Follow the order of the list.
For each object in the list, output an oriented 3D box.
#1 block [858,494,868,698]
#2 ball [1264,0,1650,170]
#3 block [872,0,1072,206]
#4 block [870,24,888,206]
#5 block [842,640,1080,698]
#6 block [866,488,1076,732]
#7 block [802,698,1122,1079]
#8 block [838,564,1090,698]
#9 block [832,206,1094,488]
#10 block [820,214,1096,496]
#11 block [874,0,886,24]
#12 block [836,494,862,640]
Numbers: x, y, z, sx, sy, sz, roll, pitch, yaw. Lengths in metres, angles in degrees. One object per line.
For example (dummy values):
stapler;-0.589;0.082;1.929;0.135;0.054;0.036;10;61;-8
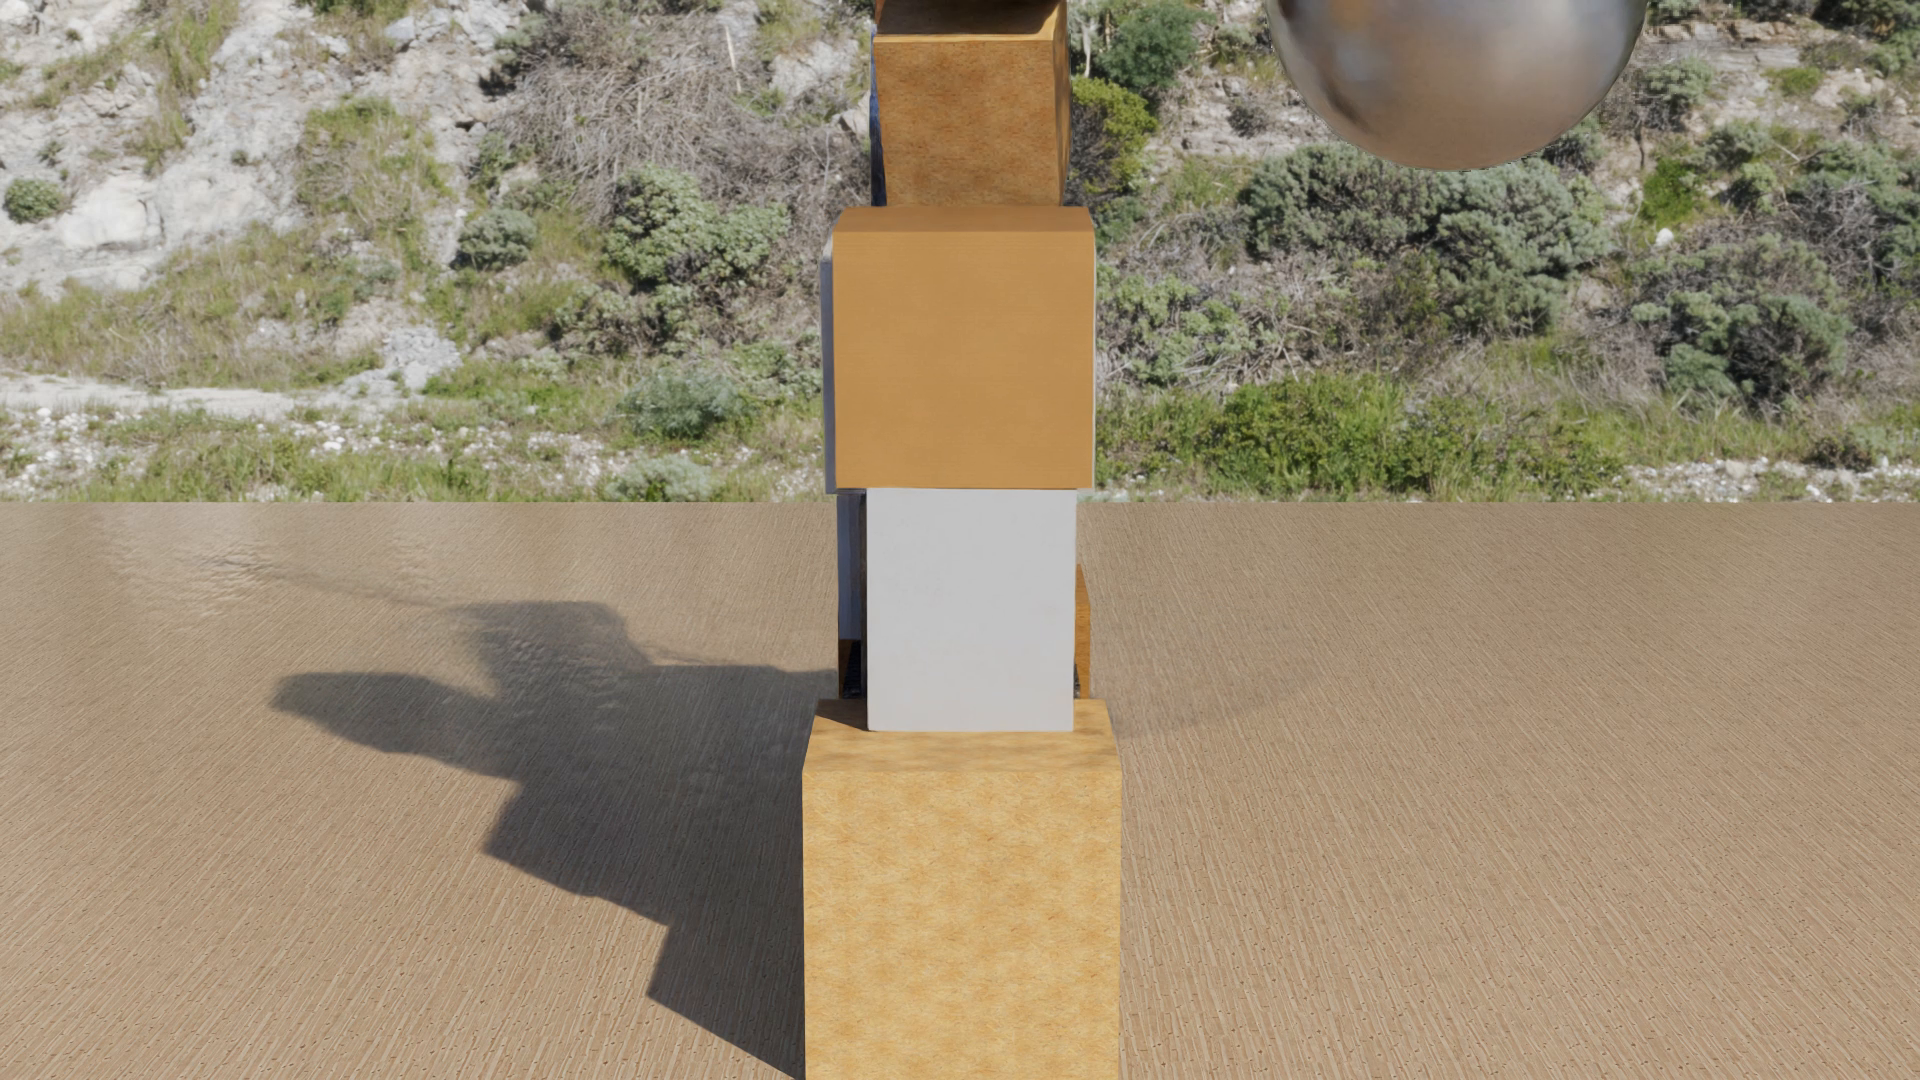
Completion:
block;0.028;0.161;10.526;0.817;0.921;0.831;1;20;2
ball;2.074;-2.355;10.752;1.600;1.600;1.600;0;10;0
block;0.067;-1.753;10.021;0.672;0.751;0.688;1;36;7
block;-0.021;-1.760;11.098;0.720;0.674;0.629;0;53;-1
block;0.008;1.023;11.161;0.986;0.994;0.908;0;10;0
block;0.045;0.165;9.616;0.747;0.906;0.783;0;14;1
block;0.007;1.263;9.431;1.098;1.139;1.042;0;10;0
block;0.018;0.770;12.099;1.134;1.156;0.980;0;10;0
block;0.020;-0.721;9.411;0.912;0.913;0.792;0;14;1
block;0.004;-0.772;10.368;1.048;0.921;1.035;0;17;1
block;-0.014;-2.289;11.534;0.718;0.681;0.741;-1;53;-1
block;-0.016;-0.182;11.470;1.018;0.906;1.034;0;22;0
